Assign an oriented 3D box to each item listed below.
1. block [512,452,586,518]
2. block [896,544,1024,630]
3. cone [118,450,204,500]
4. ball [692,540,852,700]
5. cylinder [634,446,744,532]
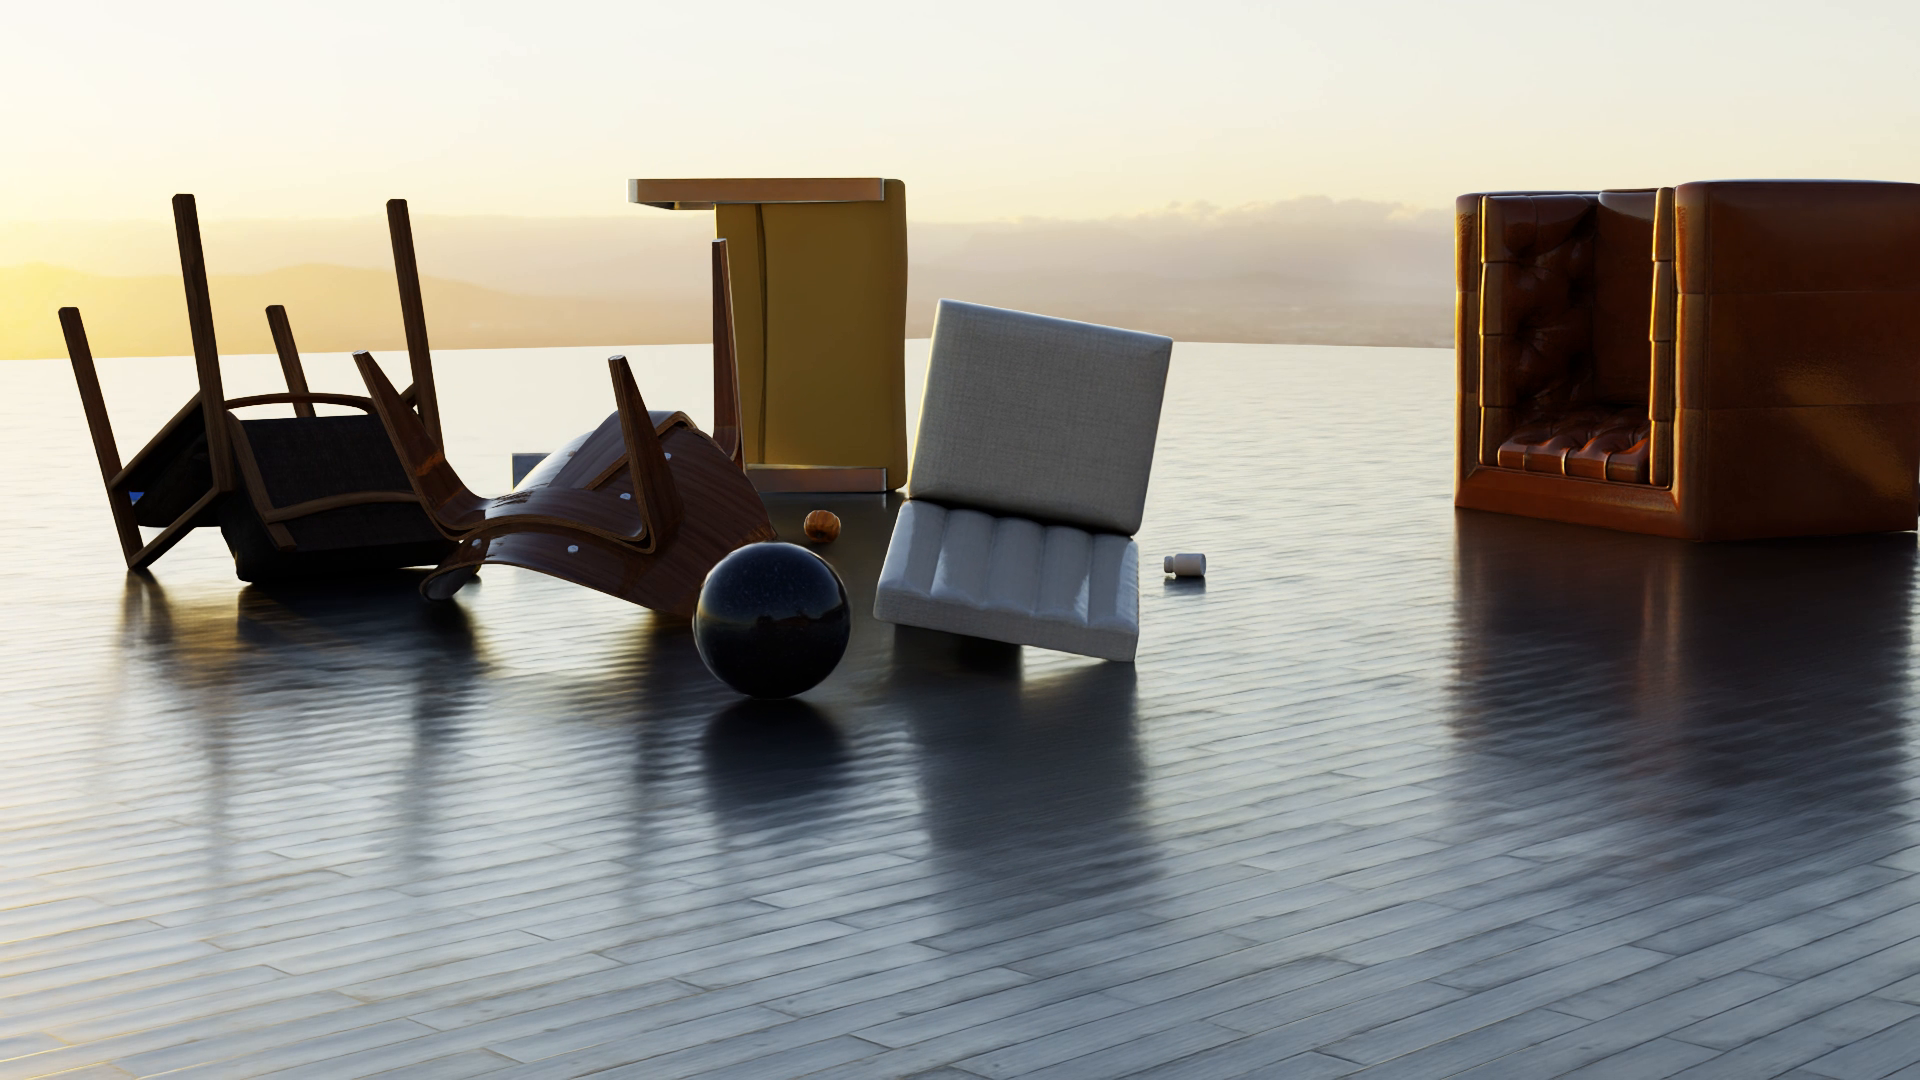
[{"bbox_3d":[-1.132,-0.151,7.049,0.195,0.170,0.121,-1,6,-11],"label":"block"},{"bbox_3d":[0.000,0.087,4.909,0.143,0.135,0.218,4,7,37],"label":"block"},{"bbox_3d":[-2.389,-0.200,7.673,0.257,0.140,0.193,-4,7,-36],"label":"cone"},{"bbox_3d":[-0.293,0.124,3.998,0.248,0.248,0.248,0,6,0],"label":"ball"},{"bbox_3d":[-0.709,-0.136,6.726,0.188,0.210,0.297,23,11,13],"label":"cylinder"}]
